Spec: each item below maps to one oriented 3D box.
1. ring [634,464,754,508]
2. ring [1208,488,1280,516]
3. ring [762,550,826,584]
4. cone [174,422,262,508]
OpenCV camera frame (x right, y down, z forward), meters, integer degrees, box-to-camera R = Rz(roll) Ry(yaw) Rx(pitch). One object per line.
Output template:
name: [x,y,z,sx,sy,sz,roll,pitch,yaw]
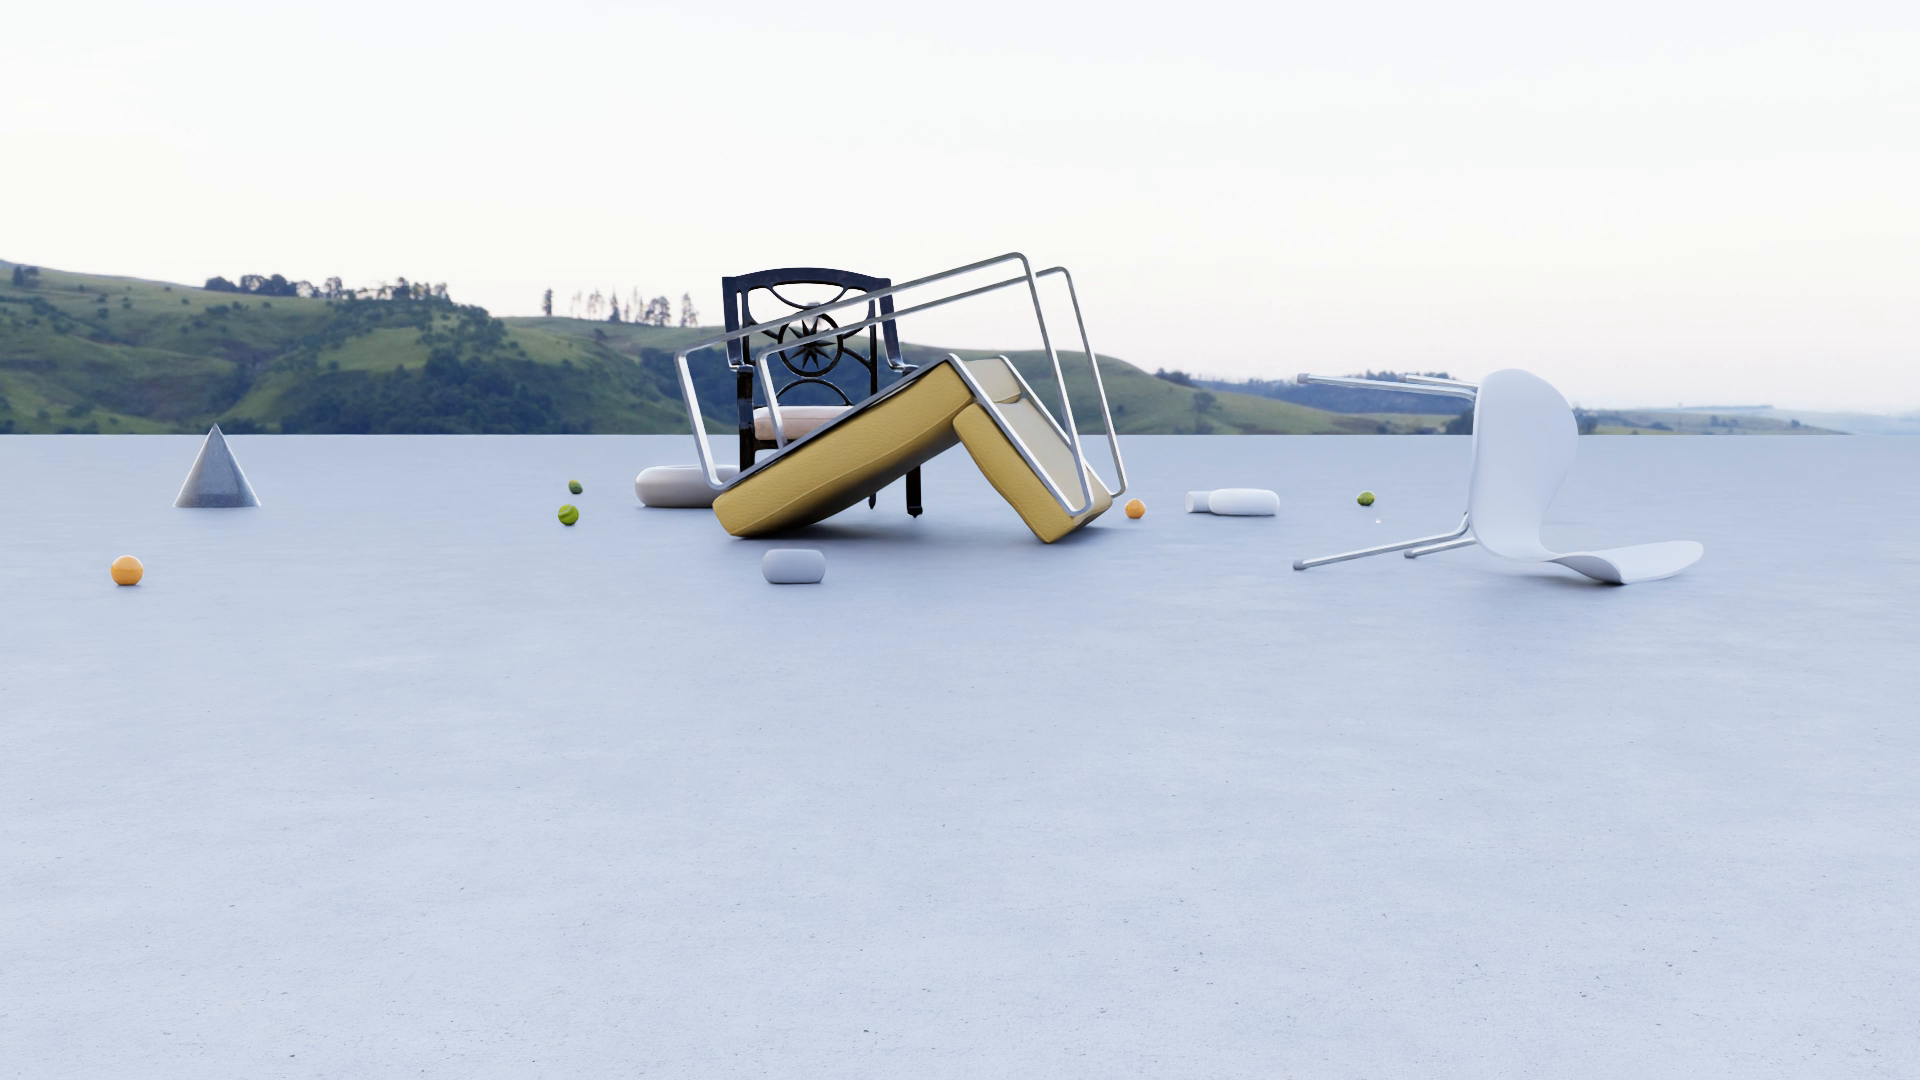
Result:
ring: [-1.020,-0.206,8.435,0.479,0.154,0.385,1,5,25]
ring: [1.014,-0.133,7.850,0.253,0.090,0.231,2,5,8]
ring: [-0.385,0.061,5.096,0.150,0.078,0.094,1,1,-16]
cone: [-2.860,-0.293,8.455,0.326,0.323,0.303,-2,4,-27]
